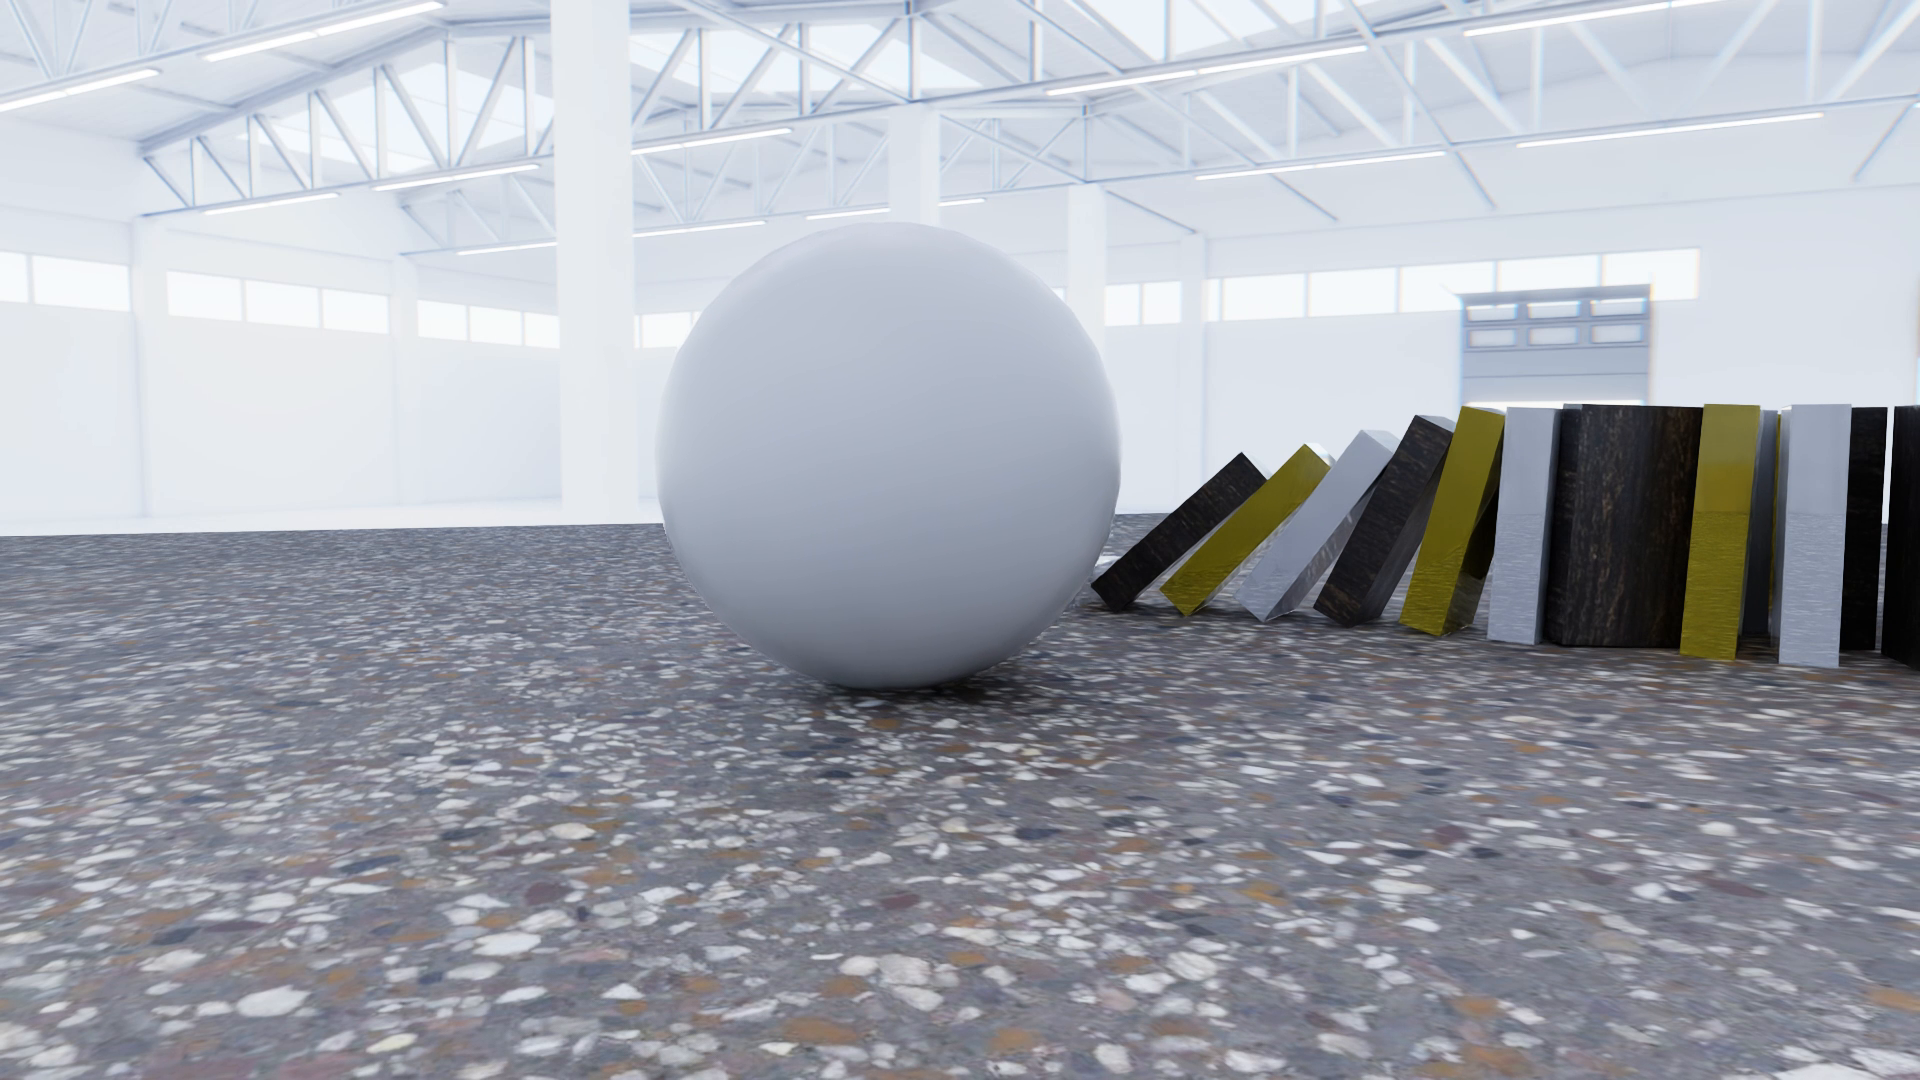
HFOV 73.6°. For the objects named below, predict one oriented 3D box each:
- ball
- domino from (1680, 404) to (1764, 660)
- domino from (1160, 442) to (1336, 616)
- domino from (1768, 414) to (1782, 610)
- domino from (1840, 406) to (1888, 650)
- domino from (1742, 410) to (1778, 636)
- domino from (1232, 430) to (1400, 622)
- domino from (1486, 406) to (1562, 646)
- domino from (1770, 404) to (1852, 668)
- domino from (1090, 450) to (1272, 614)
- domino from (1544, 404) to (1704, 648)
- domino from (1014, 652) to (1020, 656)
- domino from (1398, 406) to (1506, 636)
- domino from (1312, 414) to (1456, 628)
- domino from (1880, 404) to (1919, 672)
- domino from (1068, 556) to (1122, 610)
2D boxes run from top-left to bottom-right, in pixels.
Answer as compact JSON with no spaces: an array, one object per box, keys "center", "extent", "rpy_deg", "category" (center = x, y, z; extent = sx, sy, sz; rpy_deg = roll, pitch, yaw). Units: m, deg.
[{"center":[-0.012,-0.014,0.222],"extent":[0.080,0.080,0.080],"rpy_deg":[0,4,0],"category":"ball"},{"center":[0.156,-0.002,0.262],"extent":[0.009,0.050,0.025],"rpy_deg":[6,7,33],"category":"domino"},{"center":[0.073,-0.003,0.321],"extent":[0.009,0.050,0.025],"rpy_deg":[47,19,13],"category":"domino"},{"center":[0.209,-0.008,0.338],"extent":[0.010,0.050,0.025],"rpy_deg":[0,4,5],"category":"domino"},{"center":[0.186,-0.003,0.276],"extent":[0.009,0.050,0.025],"rpy_deg":[1,4,10],"category":"domino"},{"center":[0.168,-0.004,0.285],"extent":[0.025,0.050,0.009],"rpy_deg":[-2,5,-27],"category":"domino"},{"center":[0.088,-0.004,0.310],"extent":[0.009,0.050,0.025],"rpy_deg":[43,24,22],"category":"domino"},{"center":[0.126,-0.004,0.281],"extent":[0.009,0.050,0.025],"rpy_deg":[7,8,37],"category":"domino"},{"center":[0.168,-0.002,0.255],"extent":[0.009,0.050,0.025],"rpy_deg":[2,5,29],"category":"domino"},{"center":[0.057,-0.002,0.327],"extent":[0.050,0.009,0.025],"rpy_deg":[-43,-9,16],"category":"domino"},{"center":[0.139,-0.003,0.269],"extent":[0.025,0.050,0.009],"rpy_deg":[2,7,2],"category":"domino"},{"center":[0.001,0.000,0.269],"extent":[0.025,0.050,0.009],"rpy_deg":[0,-34,4],"category":"domino"},{"center":[0.115,-0.005,0.291],"extent":[0.009,0.050,0.025],"rpy_deg":[21,16,34],"category":"domino"},{"center":[0.102,-0.004,0.300],"extent":[0.009,0.050,0.025],"rpy_deg":[33,21,28],"category":"domino"},{"center":[0.187,-0.001,0.246],"extent":[0.009,0.050,0.025],"rpy_deg":[2,5,20],"category":"domino"},{"center":[0.027,0.011,0.358],"extent":[0.025,0.009,0.050],"rpy_deg":[2,5,21],"category":"domino"}]
